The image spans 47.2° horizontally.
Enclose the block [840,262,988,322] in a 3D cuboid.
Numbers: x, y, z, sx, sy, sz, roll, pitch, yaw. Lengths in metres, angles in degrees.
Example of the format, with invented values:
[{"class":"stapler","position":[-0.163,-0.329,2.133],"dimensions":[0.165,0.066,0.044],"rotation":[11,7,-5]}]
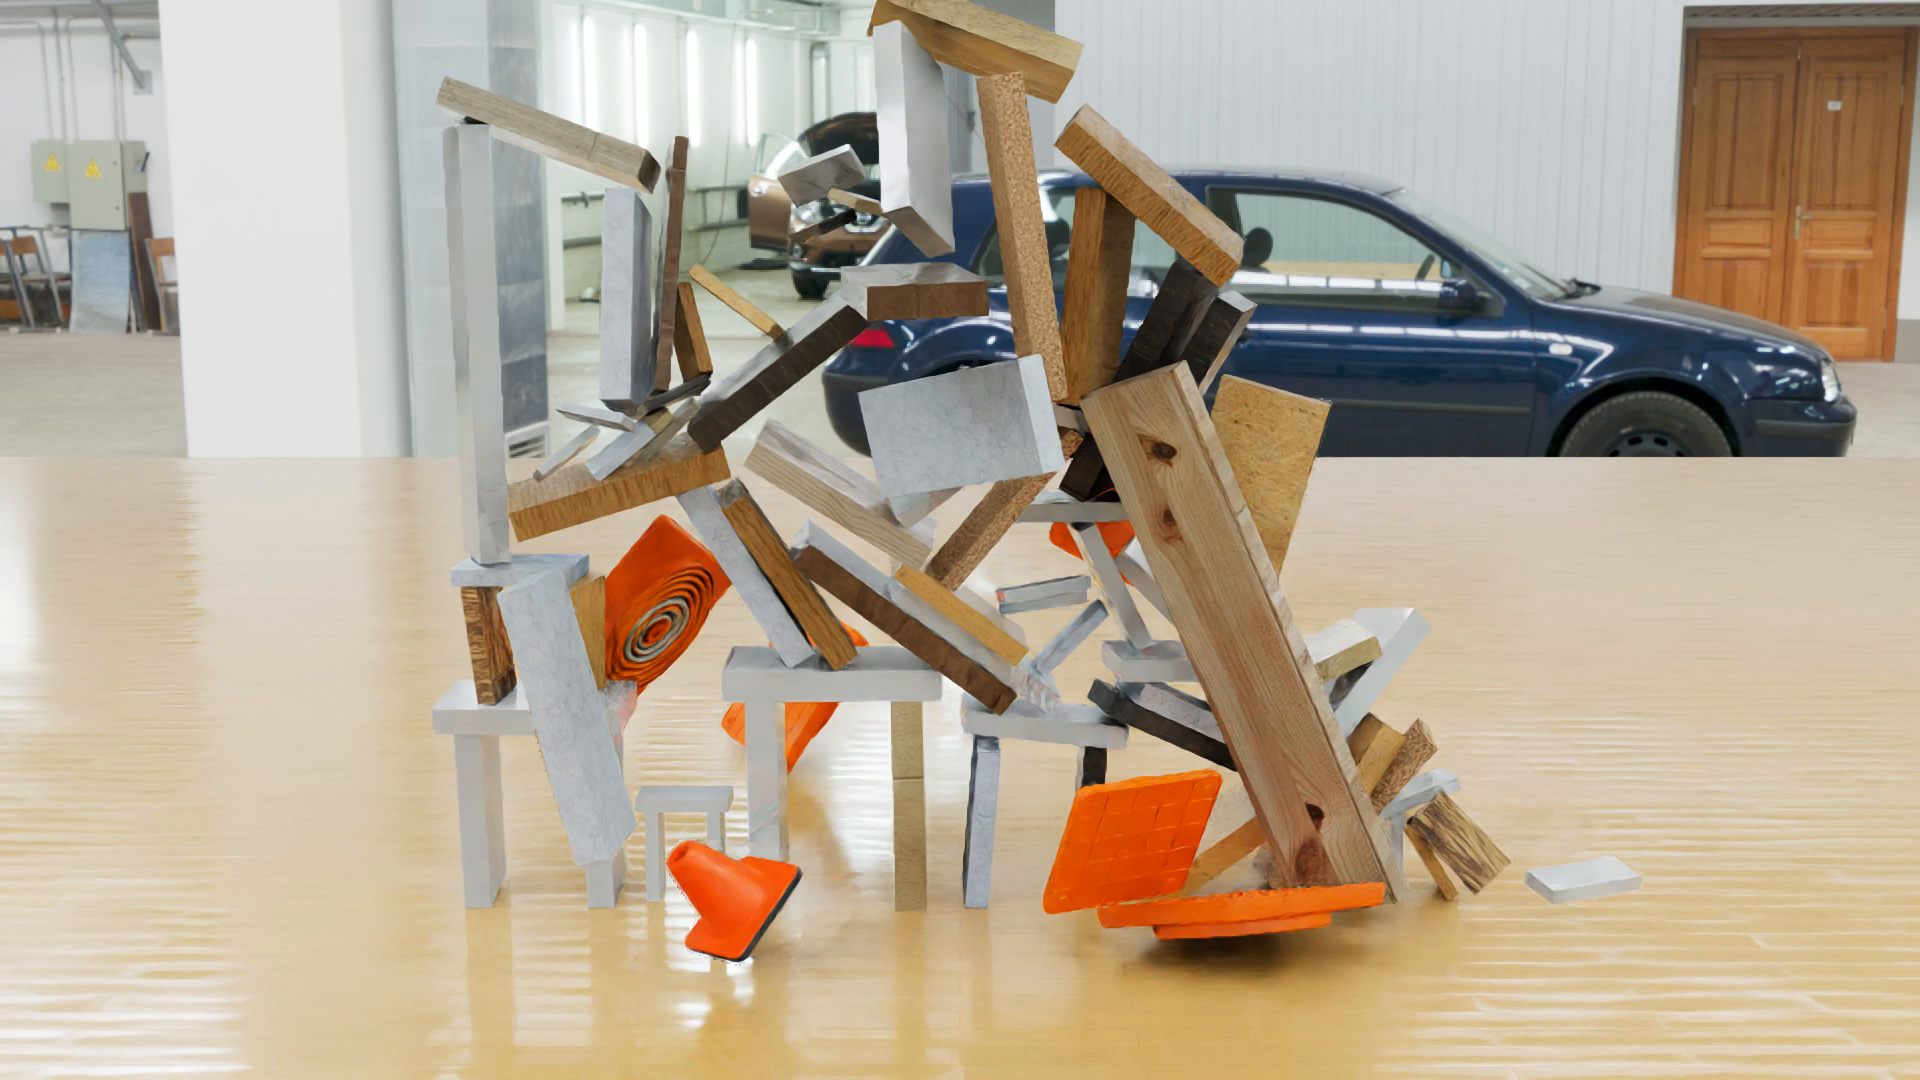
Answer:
[{"class":"block","position":[-0.069,-0.353,3.106],"dimensions":[0.164,0.047,0.329],"rotation":[-4,12,-8]}]

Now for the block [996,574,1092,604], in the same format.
[{"class":"block","position":[0.136,0.080,3.568],"dimensions":[0.144,0.020,0.072],"rotation":[-10,3,-10]}]

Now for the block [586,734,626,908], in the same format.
[{"class":"block","position":[-0.587,0.437,3.632],"dimensions":[0.043,0.302,0.151],"rotation":[0,15,-1]}]

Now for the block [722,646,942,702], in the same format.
[{"class":"block","position":[-0.205,0.218,3.604],"dimensions":[0.352,0.050,0.176],"rotation":[0,11,0]}]

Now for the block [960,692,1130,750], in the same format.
[{"class":"block","position":[0.136,0.297,3.611],"dimensions":[0.266,0.038,0.133],"rotation":[6,9,-4]}]

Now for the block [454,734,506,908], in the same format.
[{"class":"block","position":[-0.792,0.437,3.635],"dimensions":[0.043,0.302,0.151],"rotation":[-1,15,-2]}]

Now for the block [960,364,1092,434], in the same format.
[{"class":"block","position":[0.104,-0.221,3.450],"dimensions":[0.208,0.029,0.104],"rotation":[14,16,-17]}]

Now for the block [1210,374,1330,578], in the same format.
[{"class":"block","position":[0.451,-0.072,3.468],"dimensions":[0.171,0.343,0.049],"rotation":[17,12,11]}]

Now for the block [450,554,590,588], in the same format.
[{"class":"block","position":[-0.702,0.048,3.512],"dimensions":[0.195,0.028,0.098],"rotation":[0,14,10]}]

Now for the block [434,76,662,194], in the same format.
[{"class":"block","position":[-0.642,-0.633,3.453],"dimensions":[0.330,0.047,0.165],"rotation":[20,0,0]}]

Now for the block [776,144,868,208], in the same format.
[{"class":"block","position":[-0.216,-0.571,3.451],"dimensions":[0.128,0.064,0.018],"rotation":[-17,41,20]}]

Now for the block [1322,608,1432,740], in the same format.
[{"class":"block","position":[0.637,0.250,3.685],"dimensions":[0.327,0.046,0.163],"rotation":[-49,16,-17]}]

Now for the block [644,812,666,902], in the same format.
[{"class":"block","position":[-0.507,0.515,3.656],"dimensions":[0.022,0.153,0.077],"rotation":[0,11,0]}]

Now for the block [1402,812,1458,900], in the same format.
[{"class":"block","position":[0.775,0.524,3.658],"dimensions":[0.021,0.147,0.073],"rotation":[-32,10,5]}]

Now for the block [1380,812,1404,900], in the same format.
[{"class":"block","position":[0.720,0.517,3.659],"dimensions":[0.021,0.147,0.073],"rotation":[-4,11,-1]}]

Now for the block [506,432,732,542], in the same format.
[{"class":"block","position":[-0.536,-0.092,3.443],"dimensions":[0.339,0.048,0.170],"rotation":[-17,19,-7]}]

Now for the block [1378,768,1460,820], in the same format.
[{"class":"block","position":[0.746,0.421,3.645],"dimensions":[0.147,0.021,0.073],"rotation":[-20,11,-9]}]

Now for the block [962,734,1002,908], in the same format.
[{"class":"block","position":[0.035,0.458,3.636],"dimensions":[0.038,0.265,0.133],"rotation":[4,12,-3]}]

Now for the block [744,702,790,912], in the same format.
[{"class":"block","position":[-0.318,0.416,3.640],"dimensions":[0.050,0.352,0.176],"rotation":[-1,11,0]}]

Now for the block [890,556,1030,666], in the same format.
[{"class":"block","position":[-0.002,0.101,3.530],"dimensions":[0.247,0.035,0.124],"rotation":[36,9,-12]}]

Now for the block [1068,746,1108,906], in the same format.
[{"class":"block","position":[0.211,0.457,3.643],"dimensions":[0.038,0.265,0.133],"rotation":[4,9,-1]}]

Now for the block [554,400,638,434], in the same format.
[{"class":"block","position":[-0.560,-0.190,3.381],"dimensions":[0.113,0.016,0.057],"rotation":[13,-10,16]}]

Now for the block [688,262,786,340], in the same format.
[{"class":"block","position":[-0.353,-0.375,3.477],"dimensions":[0.160,0.023,0.080],"rotation":[37,0,8]}]

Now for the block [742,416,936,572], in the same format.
[{"class":"block","position":[-0.186,-0.074,3.468],"dimensions":[0.319,0.045,0.159],"rotation":[32,16,-8]}]

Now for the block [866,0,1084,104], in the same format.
[{"class":"block","position":[0.021,-0.775,3.406],"dimensions":[0.320,0.045,0.160],"rotation":[19,-10,-6]}]

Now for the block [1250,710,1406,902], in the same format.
[{"class":"block","position":[0.610,0.435,3.659],"dimensions":[0.046,0.327,0.163],"rotation":[32,3,-11]}]

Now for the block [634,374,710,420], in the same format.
[{"class":"block","position":[-0.445,-0.222,3.410],"dimensions":[0.113,0.016,0.057],"rotation":[-28,1,-23]}]

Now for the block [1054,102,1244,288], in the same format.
[{"class":"block","position":[0.296,-0.534,3.395],"dimensions":[0.333,0.047,0.167],"rotation":[40,22,-7]}]

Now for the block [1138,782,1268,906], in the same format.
[{"class":"block","position":[0.458,0.473,3.665],"dimensions":[0.327,0.046,0.163],"rotation":[-35,12,1]}]

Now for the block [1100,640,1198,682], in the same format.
[{"class":"block","position":[0.376,0.198,3.598],"dimensions":[0.264,0.037,0.132],"rotation":[1,12,-11]}]

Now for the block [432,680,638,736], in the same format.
[{"class":"block","position":[-0.689,0.272,3.581],"dimensions":[0.302,0.043,0.151],"rotation":[0,15,2]}]

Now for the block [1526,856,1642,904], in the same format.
[{"class":"block","position":[0.997,0.543,3.516],"dimensions":[0.159,0.023,0.080],"rotation":[-6,18,-17]}]

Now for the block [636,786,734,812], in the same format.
[{"class":"block","position":[-0.456,0.429,3.640],"dimensions":[0.153,0.022,0.077],"rotation":[0,11,0]}]

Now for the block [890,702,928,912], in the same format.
[{"class":"block","position":[-0.084,0.416,3.641],"dimensions":[0.050,0.352,0.176],"rotation":[-1,11,0]}]

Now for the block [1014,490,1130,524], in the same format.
[{"class":"block","position":[0.196,-0.055,3.562],"dimensions":[0.222,0.031,0.111],"rotation":[-1,12,15]}]

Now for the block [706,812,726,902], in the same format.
[{"class":"block","position":[-0.405,0.515,3.656],"dimensions":[0.022,0.153,0.077],"rotation":[0,11,0]}]
